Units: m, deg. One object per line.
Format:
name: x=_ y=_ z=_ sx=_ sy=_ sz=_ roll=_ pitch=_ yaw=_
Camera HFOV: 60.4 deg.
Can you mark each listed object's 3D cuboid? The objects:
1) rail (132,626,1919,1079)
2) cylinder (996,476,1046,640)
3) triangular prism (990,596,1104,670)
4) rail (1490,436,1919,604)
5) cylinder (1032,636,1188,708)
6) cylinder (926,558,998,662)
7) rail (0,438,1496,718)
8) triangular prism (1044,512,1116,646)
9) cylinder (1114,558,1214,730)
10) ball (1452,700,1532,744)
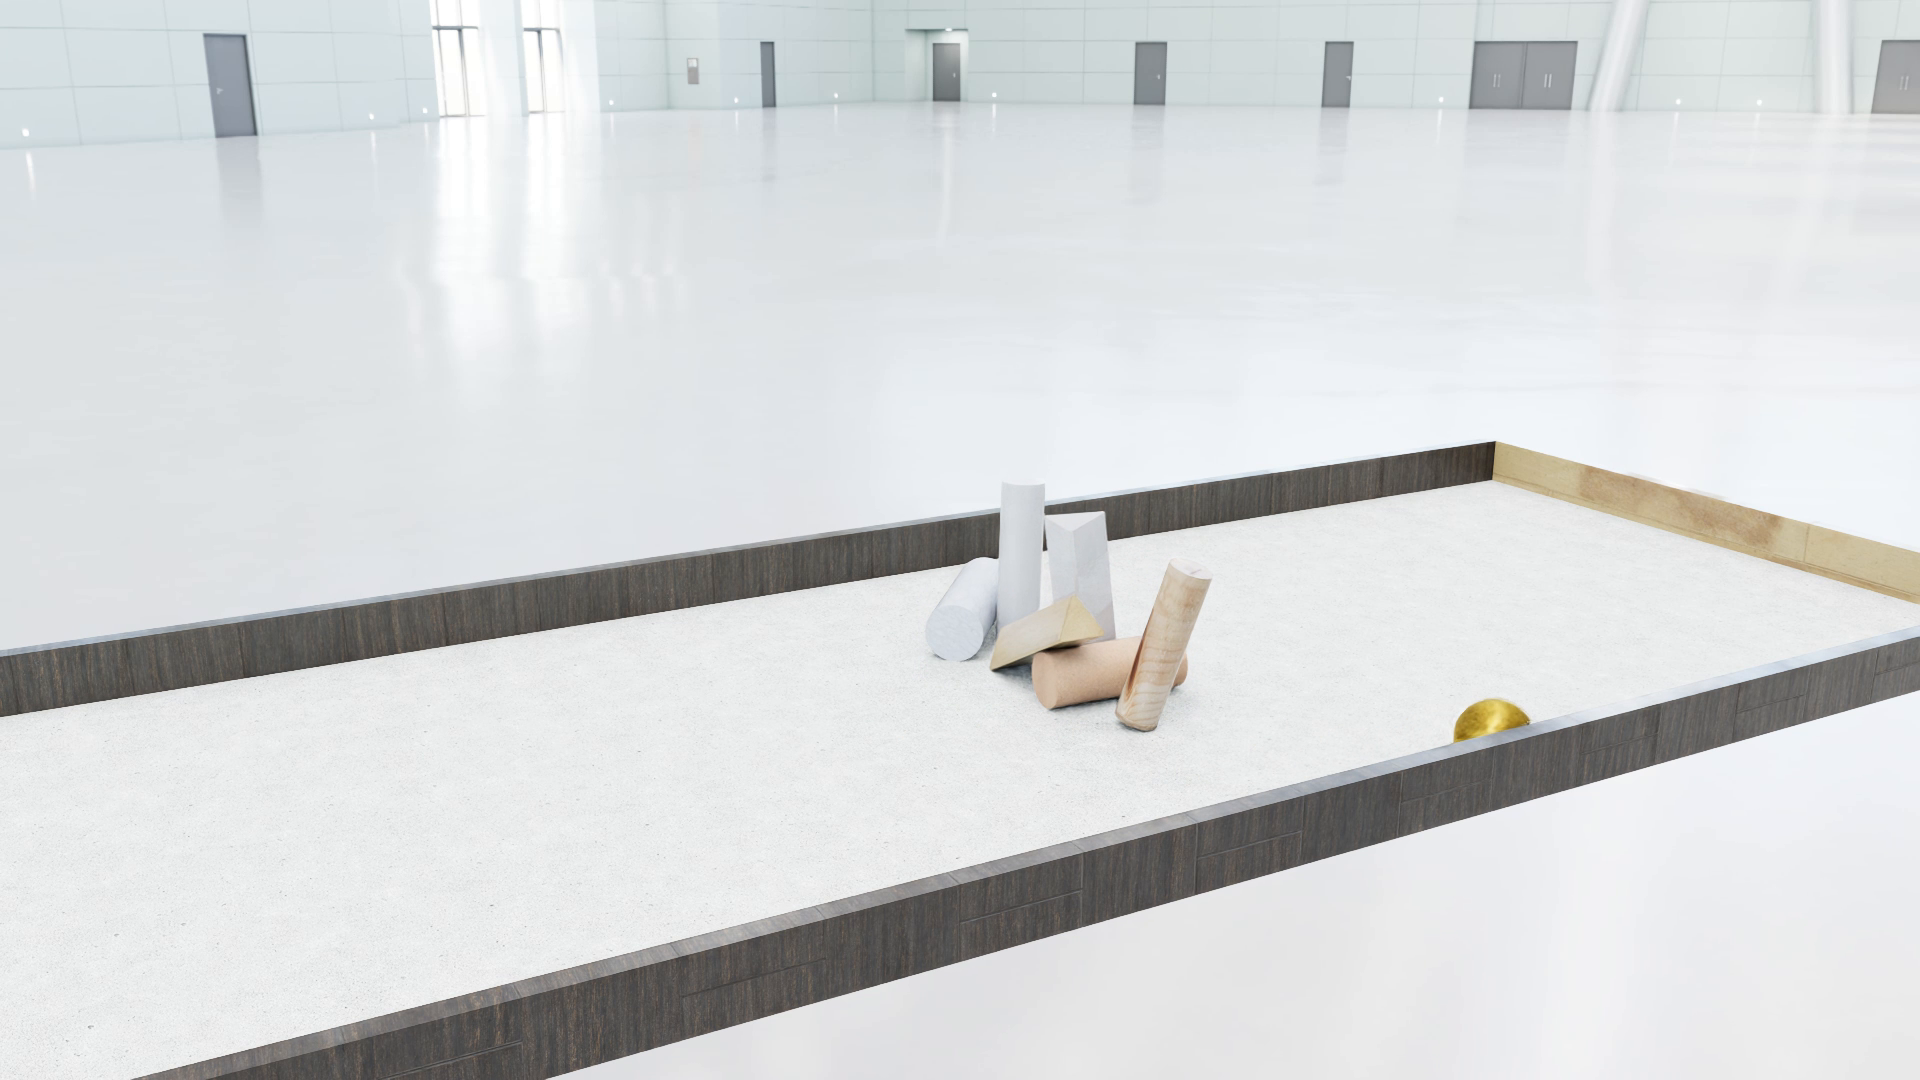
rail: x=-2.336 y=1.006 z=1.665 sx=12.000 sy=0.150 sz=0.050 roll=-9 pitch=18 yaw=-27
cylinder: x=0.160 y=0.056 z=4.382 sx=0.116 sy=0.436 sz=0.116 roll=2 pitch=14 yaw=0
triangular prism: x=0.198 y=0.227 z=4.055 sx=0.117 sy=0.102 sz=0.434 roll=-7 pitch=-10 yaw=-23
rail: x=2.466 y=-0.048 z=5.253 sx=0.050 sy=0.150 sz=2.100 roll=-9 pitch=18 yaw=-27
cylinder: x=0.367 y=0.316 z=4.033 sx=0.359 sy=0.138 sz=0.138 roll=-7 pitch=18 yaw=-23
cylinder: x=0.028 y=0.182 z=4.463 sx=0.154 sy=0.154 sz=0.428 roll=3 pitch=17 yaw=11
rail: x=-3.305 y=0.497 z=3.399 sx=12.000 sy=0.150 sz=0.050 roll=-9 pitch=18 yaw=-27
triangular prism: x=0.286 y=0.141 z=4.131 sx=0.128 sy=0.413 sz=0.148 roll=8 pitch=24 yaw=37
cylinder: x=0.468 y=0.242 z=3.802 sx=0.105 sy=0.398 sz=0.105 roll=15 pitch=21 yaw=-6
ball: x=1.159 y=0.432 z=3.582 sx=0.171 sy=0.171 sz=0.171 roll=0 pitch=16 yaw=0
